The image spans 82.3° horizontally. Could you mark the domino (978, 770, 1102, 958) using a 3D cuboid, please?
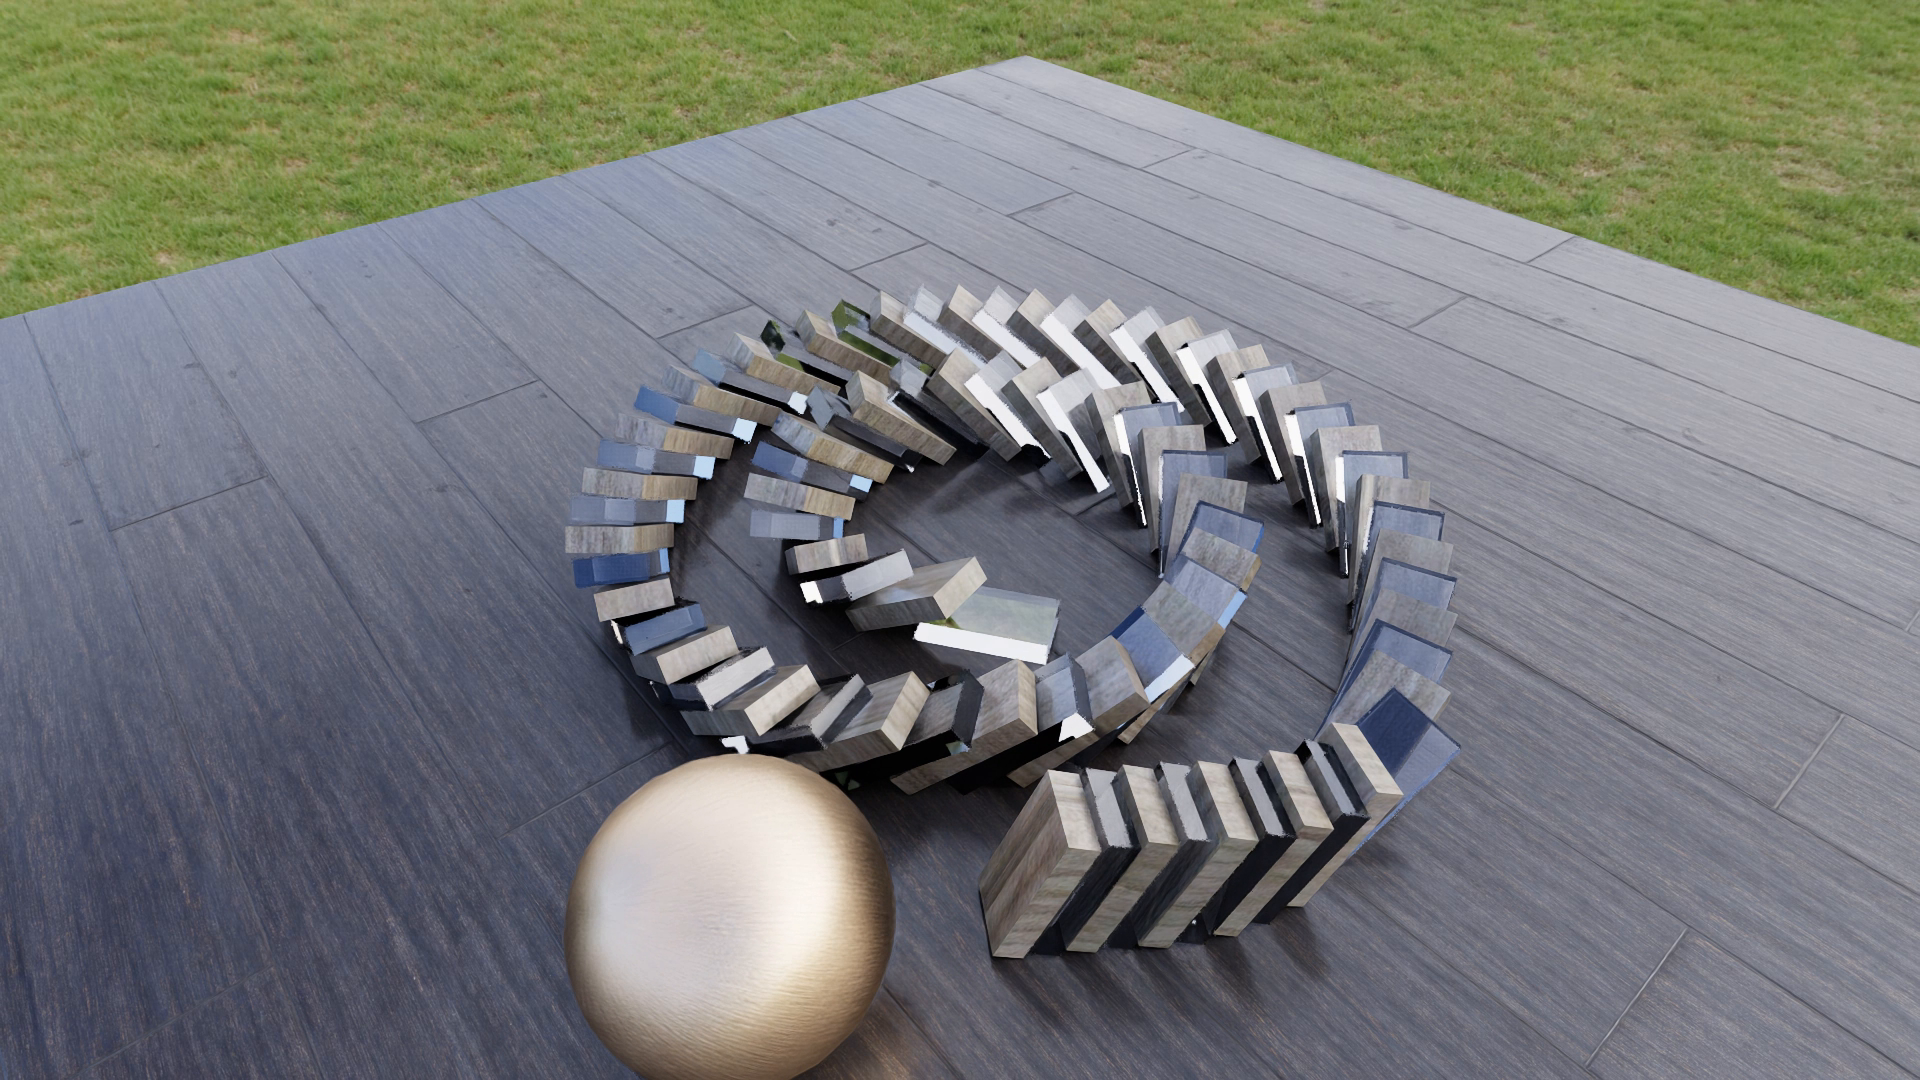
[{"bbox_3d":[0.021,0.090,0.302,0.009,0.050,0.025,12,35,-20],"label":"domino"}]

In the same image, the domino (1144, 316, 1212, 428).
[{"bbox_3d":[0.111,-0.079,0.518,0.025,0.010,0.050,-26,82,-29],"label":"domino"}]

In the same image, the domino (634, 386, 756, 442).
[{"bbox_3d":[-0.117,-0.056,0.489,0.025,0.010,0.050,25,8,28],"label":"domino"}]

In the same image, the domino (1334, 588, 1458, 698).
[{"bbox_3d":[0.144,0.044,0.368,0.025,0.009,0.050,22,80,25],"label":"domino"}]

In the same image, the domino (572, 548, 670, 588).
[{"bbox_3d":[-0.125,0.010,0.409,0.025,0.010,0.050,-6,2,-7],"label":"domino"}]

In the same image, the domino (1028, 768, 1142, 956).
[{"bbox_3d":[0.031,0.089,0.303,0.010,0.050,0.025,12,35,-20],"label":"domino"}]

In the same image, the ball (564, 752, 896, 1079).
[{"bbox_3d":[-0.056,0.094,0.273,0.080,0.080,0.080,0,39,0],"label":"ball"}]

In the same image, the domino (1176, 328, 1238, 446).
[{"bbox_3d":[0.123,-0.071,0.508,0.025,0.010,0.050,-21,80,-24],"label":"domino"}]

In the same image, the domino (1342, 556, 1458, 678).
[{"bbox_3d":[0.151,0.034,0.381,0.025,0.010,0.050,18,79,21],"label":"domino"}]

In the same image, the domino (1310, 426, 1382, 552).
[{"bbox_3d":[0.160,-0.021,0.447,0.025,0.009,0.050,-3,76,-3],"label":"domino"}]

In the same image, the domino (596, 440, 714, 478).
[{"bbox_3d":[-0.127,-0.034,0.462,0.025,0.009,0.050,12,4,14],"label":"domino"}]

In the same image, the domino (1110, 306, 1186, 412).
[{"bbox_3d":[0.096,-0.085,0.526,0.025,0.009,0.050,-35,88,-35],"label":"domino"}]

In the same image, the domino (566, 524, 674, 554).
[{"bbox_3d":[-0.130,-0.001,0.422,0.025,0.010,0.050,0,2,2],"label":"domino"}]

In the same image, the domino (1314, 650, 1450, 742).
[{"bbox_3d":[0.128,0.062,0.345,0.025,0.009,0.050,34,85,31],"label":"domino"}]

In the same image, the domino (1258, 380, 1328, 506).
[{"bbox_3d":[0.149,-0.042,0.473,0.025,0.009,0.050,-10,76,-12],"label":"domino"}]

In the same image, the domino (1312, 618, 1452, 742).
[{"bbox_3d":[0.136,0.053,0.357,0.025,0.010,0.050,26,82,28],"label":"domino"}]

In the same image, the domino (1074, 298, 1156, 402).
[{"bbox_3d":[0.080,-0.091,0.532,0.050,0.009,0.025,48,50,-2],"label":"domino"}]

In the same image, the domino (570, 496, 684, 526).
[{"bbox_3d":[-0.131,-0.012,0.436,0.025,0.009,0.050,5,3,7],"label":"domino"}]

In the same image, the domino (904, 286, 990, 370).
[{"bbox_3d":[-0.004,-0.103,0.547,0.050,0.010,0.025,33,35,-19],"label":"domino"}]

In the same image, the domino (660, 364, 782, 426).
[{"bbox_3d":[-0.108,-0.065,0.501,0.025,0.010,0.050,32,12,34],"label":"domino"}]

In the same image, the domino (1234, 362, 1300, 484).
[{"bbox_3d":[0.142,-0.052,0.485,0.025,0.010,0.050,-13,77,-16],"label":"domino"}]

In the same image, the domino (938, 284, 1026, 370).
[{"bbox_3d":[0.014,-0.103,0.547,0.050,0.010,0.025,35,38,-15],"label":"domino"}]

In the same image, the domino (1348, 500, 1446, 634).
[{"bbox_3d":[0.161,0.012,0.406,0.025,0.009,0.050,12,77,13],"label":"domino"}]

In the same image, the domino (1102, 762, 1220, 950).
[{"bbox_3d":[0.051,0.088,0.304,0.010,0.050,0.025,12,35,-20],"label":"domino"}]

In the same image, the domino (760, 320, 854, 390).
[{"bbox_3d":[-0.069,-0.087,0.528,0.050,0.009,0.025,18,24,-40],"label":"domino"}]

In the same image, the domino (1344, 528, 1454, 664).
[{"bbox_3d":[0.157,0.023,0.393,0.025,0.010,0.050,15,78,17],"label":"domino"}]

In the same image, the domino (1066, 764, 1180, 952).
[{"bbox_3d":[0.041,0.088,0.304,0.009,0.050,0.025,12,35,-20],"label":"domino"}]

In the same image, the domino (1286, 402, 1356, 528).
[{"bbox_3d":[0.155,-0.032,0.460,0.025,0.010,0.050,-7,76,-8],"label":"domino"}]

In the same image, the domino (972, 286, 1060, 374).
[{"bbox_3d":[0.031,-0.101,0.545,0.050,0.010,0.025,39,42,-11],"label":"domino"}]

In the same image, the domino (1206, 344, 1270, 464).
[{"bbox_3d":[0.133,-0.062,0.497,0.025,0.010,0.050,-16,78,-20],"label":"domino"}]

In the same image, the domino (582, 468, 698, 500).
[{"bbox_3d":[-0.130,-0.023,0.449,0.025,0.009,0.050,8,3,10],"label":"domino"}]

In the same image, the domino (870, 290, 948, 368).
[{"bbox_3d":[-0.021,-0.101,0.545,0.050,0.010,0.025,29,32,-25],"label":"domino"}]

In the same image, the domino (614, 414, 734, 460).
[{"bbox_3d":[-0.123,-0.044,0.476,0.025,0.009,0.050,17,6,20],"label":"domino"}]

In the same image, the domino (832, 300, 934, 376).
[{"bbox_3d":[-0.038,-0.097,0.540,0.050,0.010,0.025,24,29,-31],"label":"domino"}]

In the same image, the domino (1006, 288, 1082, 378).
[{"bbox_3d":[0.048,-0.099,0.542,0.050,0.009,0.025,42,44,-7],"label":"domino"}]

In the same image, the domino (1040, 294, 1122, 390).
[{"bbox_3d":[0.065,-0.095,0.538,0.050,0.010,0.025,44,47,-4],"label":"domino"}]

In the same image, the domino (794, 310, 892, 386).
[{"bbox_3d":[-0.054,-0.093,0.535,0.050,0.009,0.025,21,26,-36],"label":"domino"}]

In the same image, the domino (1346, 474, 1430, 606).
[{"bbox_3d":[0.164,0.001,0.420,0.025,0.009,0.050,7,76,8],"label":"domino"}]

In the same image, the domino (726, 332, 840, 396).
[{"bbox_3d":[-0.083,-0.081,0.520,0.050,0.009,0.025,16,22,-44],"label":"domino"}]

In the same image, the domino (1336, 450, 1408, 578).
[{"bbox_3d":[0.163,-0.010,0.433,0.025,0.010,0.050,2,76,3],"label":"domino"}]

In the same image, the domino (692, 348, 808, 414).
[{"bbox_3d":[-0.096,-0.073,0.511,0.050,0.009,0.025,14,20,-49],"label":"domino"}]
